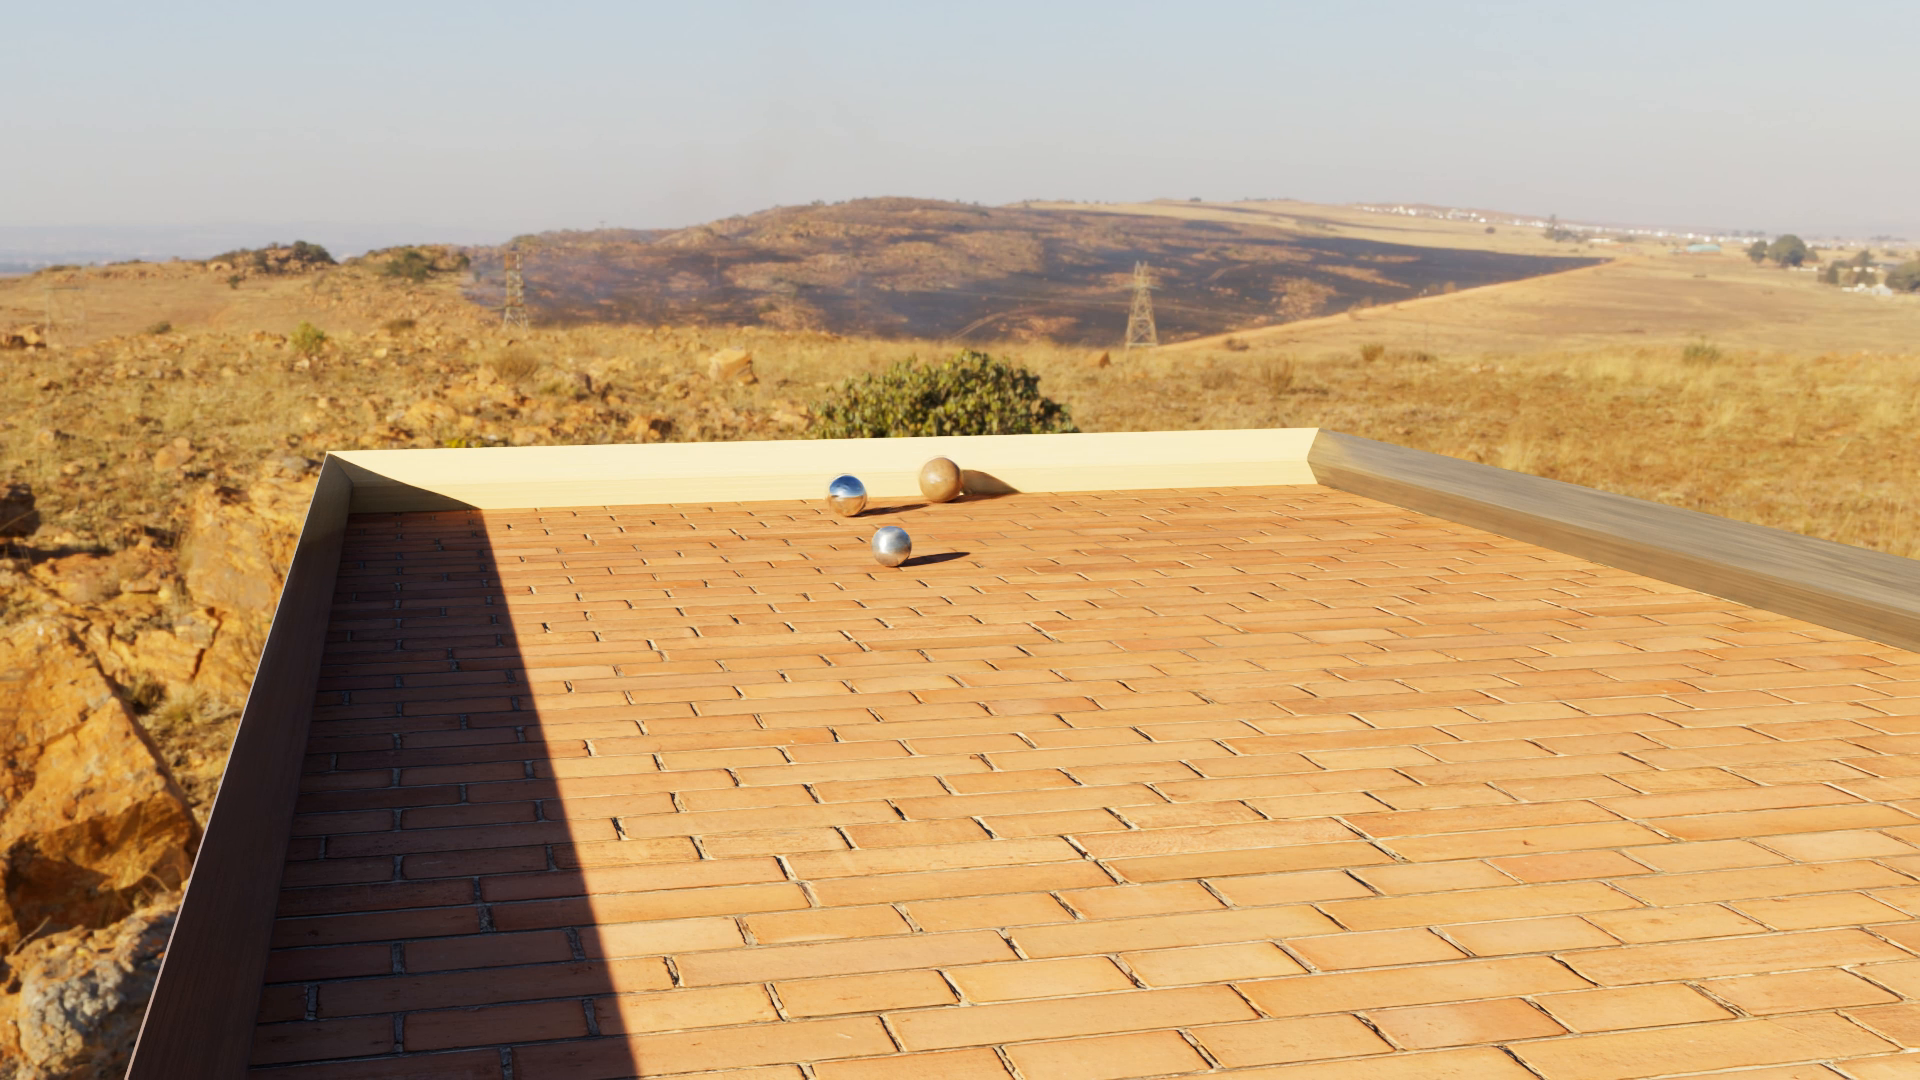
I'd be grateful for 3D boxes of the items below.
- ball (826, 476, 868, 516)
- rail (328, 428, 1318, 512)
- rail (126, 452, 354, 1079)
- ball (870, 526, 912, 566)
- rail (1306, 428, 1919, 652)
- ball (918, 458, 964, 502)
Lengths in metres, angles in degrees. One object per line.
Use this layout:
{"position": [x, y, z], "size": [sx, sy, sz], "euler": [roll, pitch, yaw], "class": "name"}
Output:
{"position": [-0.205, -0.080, 3.977], "size": [0.075, 0.075, 0.075], "euler": [0, 8, 0], "class": "ball"}
{"position": [-0.205, -0.135, 4.225], "size": [1.944, 0.113, 0.045], "euler": [-2, 8, -14], "class": "rail"}
{"position": [-0.709, 0.132, 2.361], "size": [0.045, 0.113, 3.454], "euler": [-2, 8, -14], "class": "rail"}
{"position": [-0.106, 0.010, 3.395], "size": [0.064, 0.064, 0.064], "euler": [0, 8, 0], "class": "ball"}
{"position": [1.130, 0.066, 2.819], "size": [0.045, 0.113, 3.454], "euler": [-2, 8, -14], "class": "rail"}
{"position": [-0.036, -0.114, 4.175], "size": [0.087, 0.087, 0.087], "euler": [0, 8, 0], "class": "ball"}
